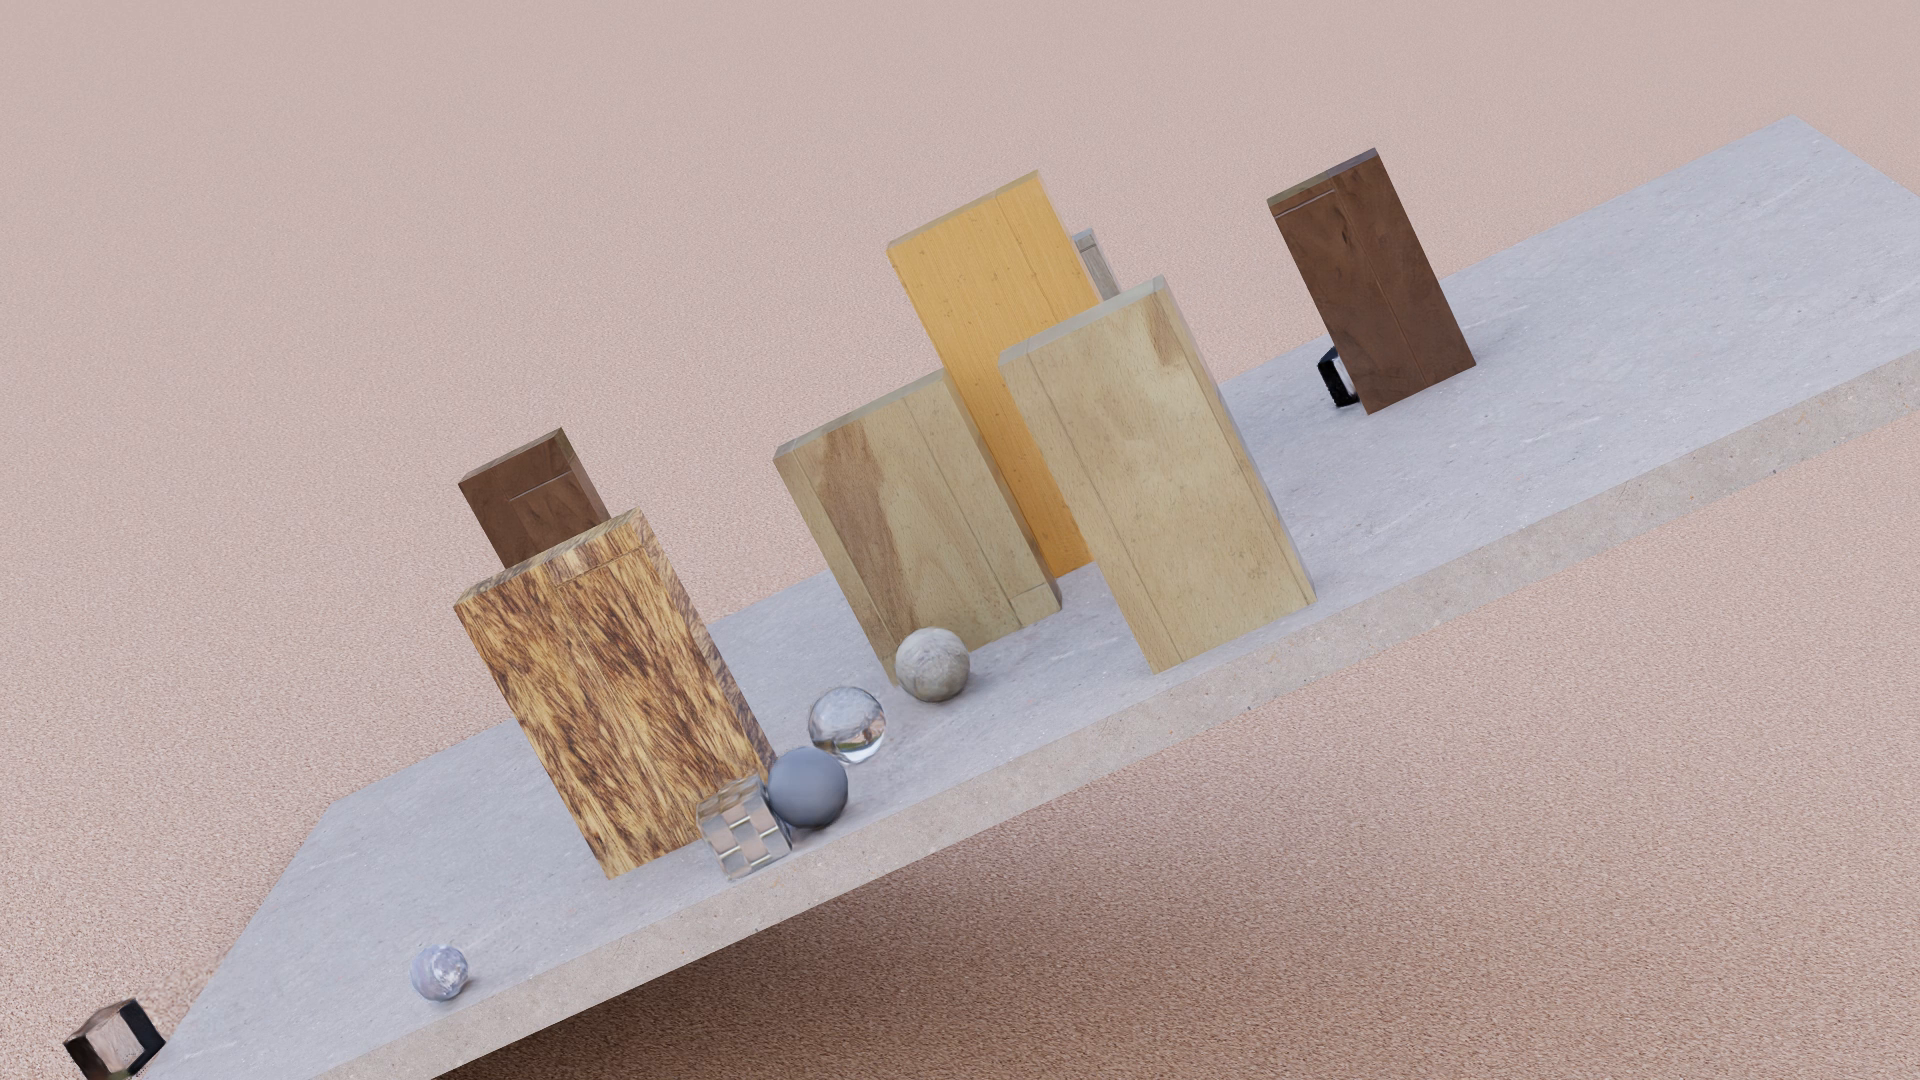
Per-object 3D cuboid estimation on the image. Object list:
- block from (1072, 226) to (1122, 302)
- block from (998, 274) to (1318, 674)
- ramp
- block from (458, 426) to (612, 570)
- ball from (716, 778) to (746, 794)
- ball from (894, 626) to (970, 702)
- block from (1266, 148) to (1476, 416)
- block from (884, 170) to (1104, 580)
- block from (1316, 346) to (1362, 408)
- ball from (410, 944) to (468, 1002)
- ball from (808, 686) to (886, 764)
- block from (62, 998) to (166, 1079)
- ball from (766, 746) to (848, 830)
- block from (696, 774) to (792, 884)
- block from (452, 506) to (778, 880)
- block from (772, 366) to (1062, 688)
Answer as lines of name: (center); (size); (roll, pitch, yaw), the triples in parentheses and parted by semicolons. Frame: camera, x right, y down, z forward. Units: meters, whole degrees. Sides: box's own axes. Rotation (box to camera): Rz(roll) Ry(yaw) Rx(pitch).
block: (0.258, -0.367, 6.605); (0.357, 0.564, 0.086); (-25, 14, 10)
block: (0.359, -0.116, 5.320); (0.327, 0.640, 0.128); (-25, 14, 10)
ramp: (0.139, 0.168, 6.281); (4.000, 0.100, 2.000); (-25, 14, 10)
block: (-0.953, 0.064, 7.215); (0.269, 0.625, 0.099); (-25, 14, 10)
ball: (-0.413, 0.514, 5.596); (0.119, 0.119, 0.119); (0, 17, 0)
ball: (-0.054, 0.247, 5.825); (0.150, 0.150, 0.150); (0, 17, 0)
block: (0.871, -0.546, 6.227); (0.251, 0.498, 0.099); (-25, 14, 10)
block: (0.181, -0.344, 6.185); (0.350, 0.789, 0.102); (-25, 14, 10)
block: (0.868, -0.372, 6.421); (0.110, 0.110, 0.110); (-17, 17, 38)
ball: (-0.989, 0.822, 5.587); (0.108, 0.108, 0.108); (0, 17, 0)
ball: (-0.220, 0.360, 5.724); (0.152, 0.152, 0.152); (0, 17, 0)
block: (-1.788, 1.064, 6.219); (0.122, 0.122, 0.122); (-22, 15, 31)
ball: (-0.283, 0.460, 5.451); (0.152, 0.152, 0.152); (0, 17, 0)
block: (-0.401, 0.536, 5.467); (0.130, 0.130, 0.130); (-27, 13, 1)
block: (-0.658, 0.303, 5.755); (0.390, 0.629, 0.116); (-25, 14, 10)
block: (-0.084, -0.025, 6.045); (0.387, 0.542, 0.108); (-25, 14, 10)
